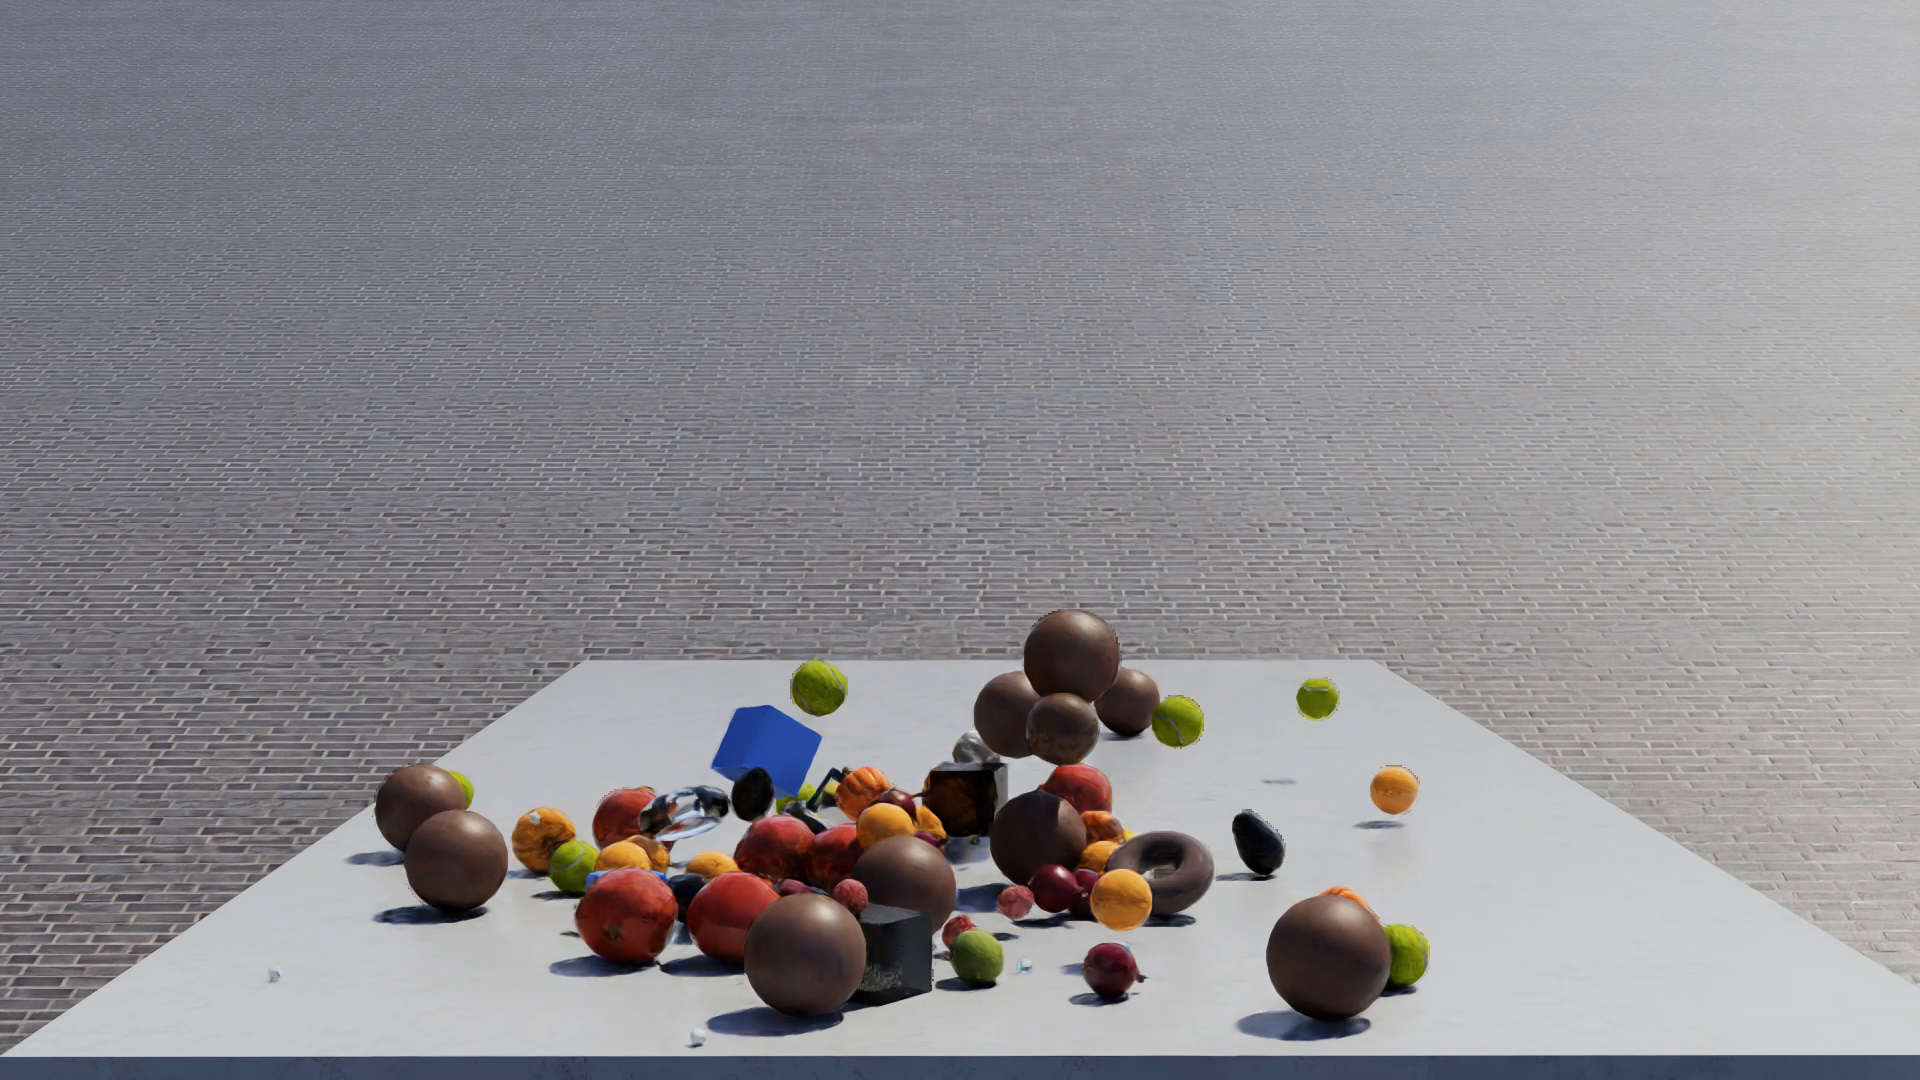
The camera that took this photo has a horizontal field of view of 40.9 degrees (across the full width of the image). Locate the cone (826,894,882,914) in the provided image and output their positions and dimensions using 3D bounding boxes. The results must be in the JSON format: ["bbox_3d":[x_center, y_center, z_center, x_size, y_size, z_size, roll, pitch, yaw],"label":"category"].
[{"bbox_3d":[-0.138,0.432,2.985,0.082,0.082,0.082,-11,29,-26],"label":"cone"}]

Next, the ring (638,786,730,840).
[{"bbox_3d":[-0.366,0.363,3.408,0.124,0.124,0.041,-9,68,-22],"label":"ring"}]

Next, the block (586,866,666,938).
[{"bbox_3d":[-0.408,0.442,3.146,0.069,0.069,0.069,-3,4,-43],"label":"block"}]

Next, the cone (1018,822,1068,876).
[{"bbox_3d":[0.115,0.422,3.539,0.070,0.070,0.070,0,3,0],"label":"cone"}]

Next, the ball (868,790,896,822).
[{"bbox_3d":[-0.124,0.410,3.959,0.052,0.052,0.052,0,22,0],"label":"ball"}]

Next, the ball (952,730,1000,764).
[{"bbox_3d":[0.029,0.370,4.436,0.083,0.083,0.083,0,22,0],"label":"ball"}]

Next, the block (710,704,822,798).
[{"bbox_3d":[-0.274,0.300,3.636,0.096,0.096,0.096,33,-23,-26],"label":"block"}]

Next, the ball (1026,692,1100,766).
[{"bbox_3d":[0.134,0.248,3.371,0.097,0.097,0.097,0,22,0],"label":"ball"}]

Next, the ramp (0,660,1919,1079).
[{"bbox_3d":[0.050,0.456,4.533,2.000,0.100,4.000,0,3,0],"label":"ramp"}]

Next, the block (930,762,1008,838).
[{"bbox_3d":[0.013,0.371,3.683,0.093,0.093,0.093,1,3,13],"label":"block"}]

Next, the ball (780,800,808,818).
[{"bbox_3d":[-0.242,0.415,3.834,0.054,0.054,0.054,0,22,0],"label":"ball"}]

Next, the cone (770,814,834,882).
[{"bbox_3d":[-0.231,0.438,3.507,0.093,0.093,0.093,7,31,16],"label":"cone"}]

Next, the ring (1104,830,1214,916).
[{"bbox_3d":[0.250,0.419,3.232,0.141,0.047,0.141,-9,31,6],"label":"ring"}]

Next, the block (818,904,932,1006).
[{"bbox_3d":[-0.093,0.451,2.802,0.087,0.087,0.087,2,4,38],"label":"block"}]

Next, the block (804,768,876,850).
[{"bbox_3d":[-0.168,0.374,3.578,0.071,0.071,0.071,30,65,9],"label":"block"}]
